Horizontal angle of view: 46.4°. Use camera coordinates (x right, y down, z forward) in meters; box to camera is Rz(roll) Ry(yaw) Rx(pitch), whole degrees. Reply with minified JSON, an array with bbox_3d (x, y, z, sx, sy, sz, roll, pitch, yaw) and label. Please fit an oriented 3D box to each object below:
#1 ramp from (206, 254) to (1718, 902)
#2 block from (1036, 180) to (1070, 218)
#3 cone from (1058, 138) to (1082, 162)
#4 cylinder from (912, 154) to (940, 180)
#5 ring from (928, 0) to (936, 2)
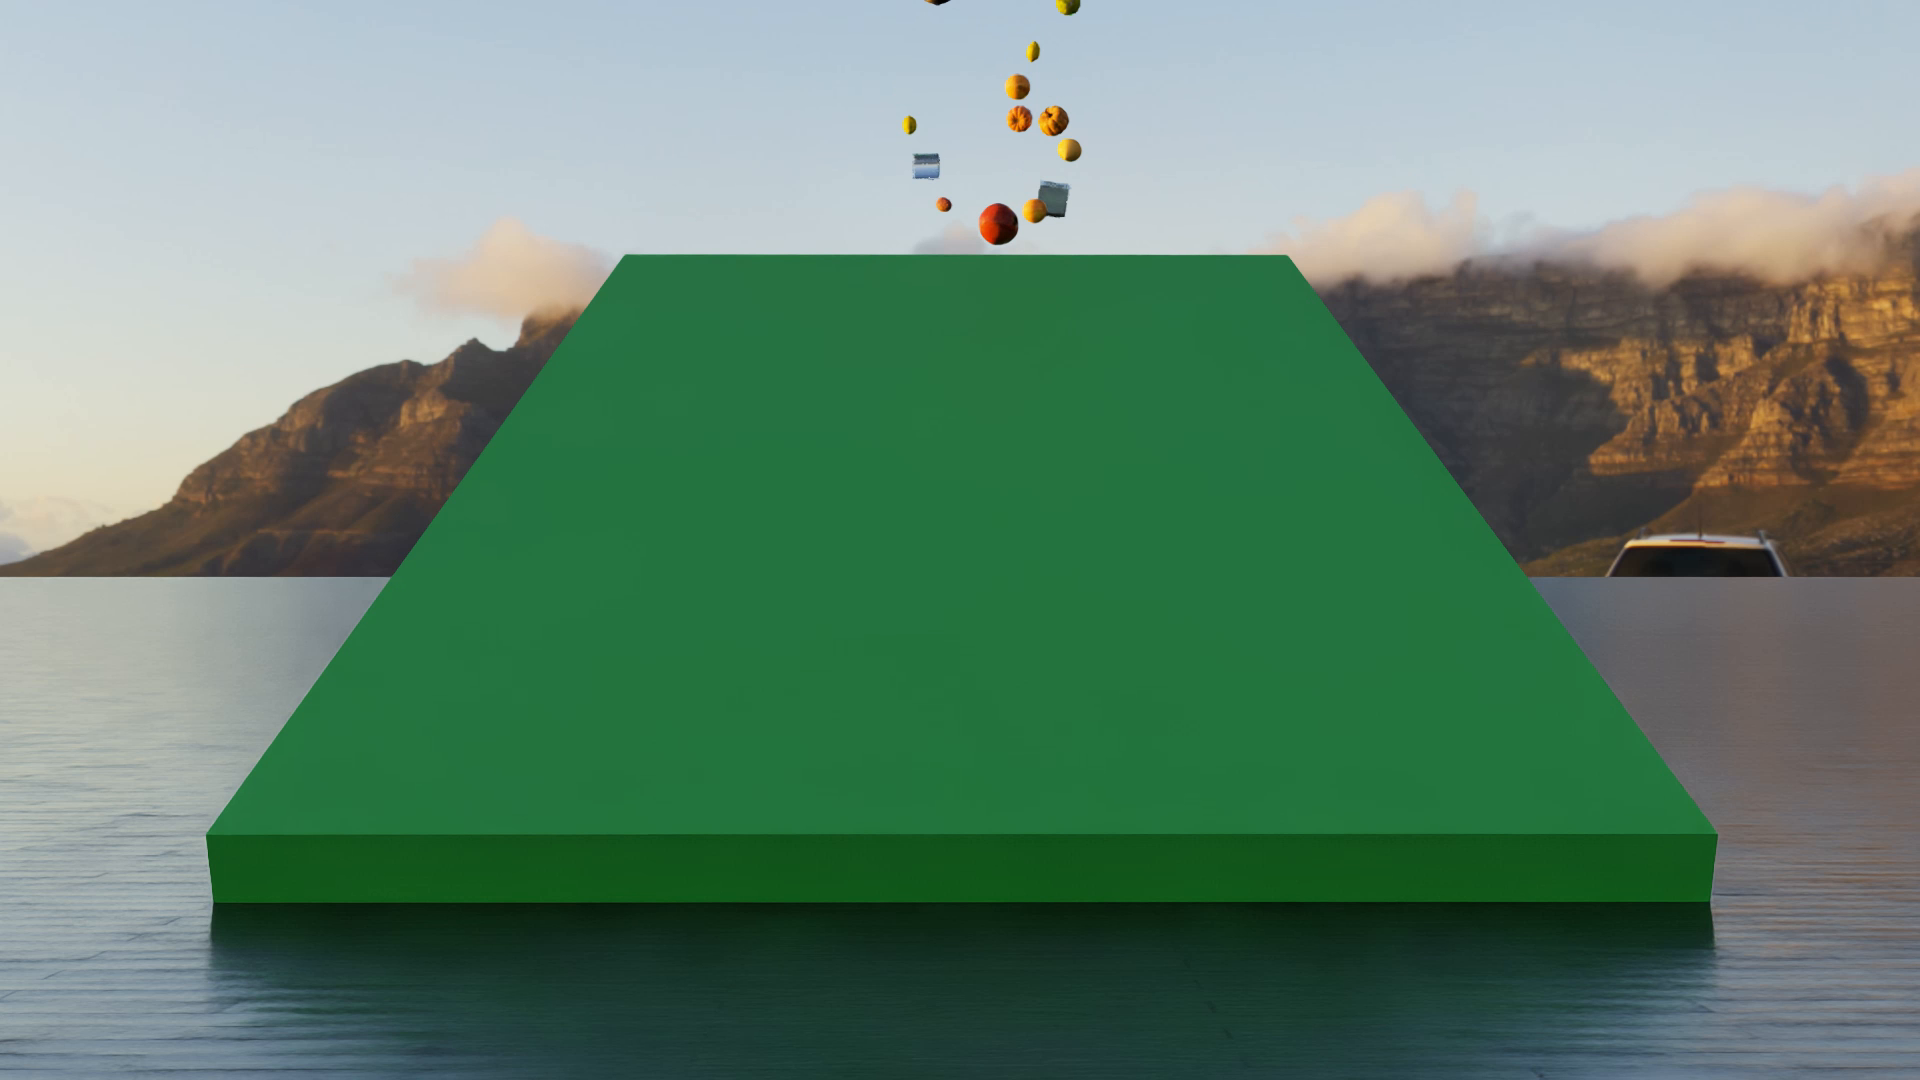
[{"bbox_3d":[-0.004,-0.189,4.878,2.000,0.100,4.000,0,18,0],"label":"ramp"},{"bbox_3d":[0.275,-1.012,6.653,0.087,0.087,0.087,9,18,1],"label":"block"},{"bbox_3d":[0.312,-1.119,6.507,0.072,0.072,0.072,0,31,15],"label":"cone"},{"bbox_3d":[-0.099,-1.075,6.444,0.071,0.071,0.071,-3,0,-8],"label":"cylinder"},{"bbox_3d":[-0.077,-1.565,6.352,0.028,0.084,0.084,5,-2,-14],"label":"ring"}]
